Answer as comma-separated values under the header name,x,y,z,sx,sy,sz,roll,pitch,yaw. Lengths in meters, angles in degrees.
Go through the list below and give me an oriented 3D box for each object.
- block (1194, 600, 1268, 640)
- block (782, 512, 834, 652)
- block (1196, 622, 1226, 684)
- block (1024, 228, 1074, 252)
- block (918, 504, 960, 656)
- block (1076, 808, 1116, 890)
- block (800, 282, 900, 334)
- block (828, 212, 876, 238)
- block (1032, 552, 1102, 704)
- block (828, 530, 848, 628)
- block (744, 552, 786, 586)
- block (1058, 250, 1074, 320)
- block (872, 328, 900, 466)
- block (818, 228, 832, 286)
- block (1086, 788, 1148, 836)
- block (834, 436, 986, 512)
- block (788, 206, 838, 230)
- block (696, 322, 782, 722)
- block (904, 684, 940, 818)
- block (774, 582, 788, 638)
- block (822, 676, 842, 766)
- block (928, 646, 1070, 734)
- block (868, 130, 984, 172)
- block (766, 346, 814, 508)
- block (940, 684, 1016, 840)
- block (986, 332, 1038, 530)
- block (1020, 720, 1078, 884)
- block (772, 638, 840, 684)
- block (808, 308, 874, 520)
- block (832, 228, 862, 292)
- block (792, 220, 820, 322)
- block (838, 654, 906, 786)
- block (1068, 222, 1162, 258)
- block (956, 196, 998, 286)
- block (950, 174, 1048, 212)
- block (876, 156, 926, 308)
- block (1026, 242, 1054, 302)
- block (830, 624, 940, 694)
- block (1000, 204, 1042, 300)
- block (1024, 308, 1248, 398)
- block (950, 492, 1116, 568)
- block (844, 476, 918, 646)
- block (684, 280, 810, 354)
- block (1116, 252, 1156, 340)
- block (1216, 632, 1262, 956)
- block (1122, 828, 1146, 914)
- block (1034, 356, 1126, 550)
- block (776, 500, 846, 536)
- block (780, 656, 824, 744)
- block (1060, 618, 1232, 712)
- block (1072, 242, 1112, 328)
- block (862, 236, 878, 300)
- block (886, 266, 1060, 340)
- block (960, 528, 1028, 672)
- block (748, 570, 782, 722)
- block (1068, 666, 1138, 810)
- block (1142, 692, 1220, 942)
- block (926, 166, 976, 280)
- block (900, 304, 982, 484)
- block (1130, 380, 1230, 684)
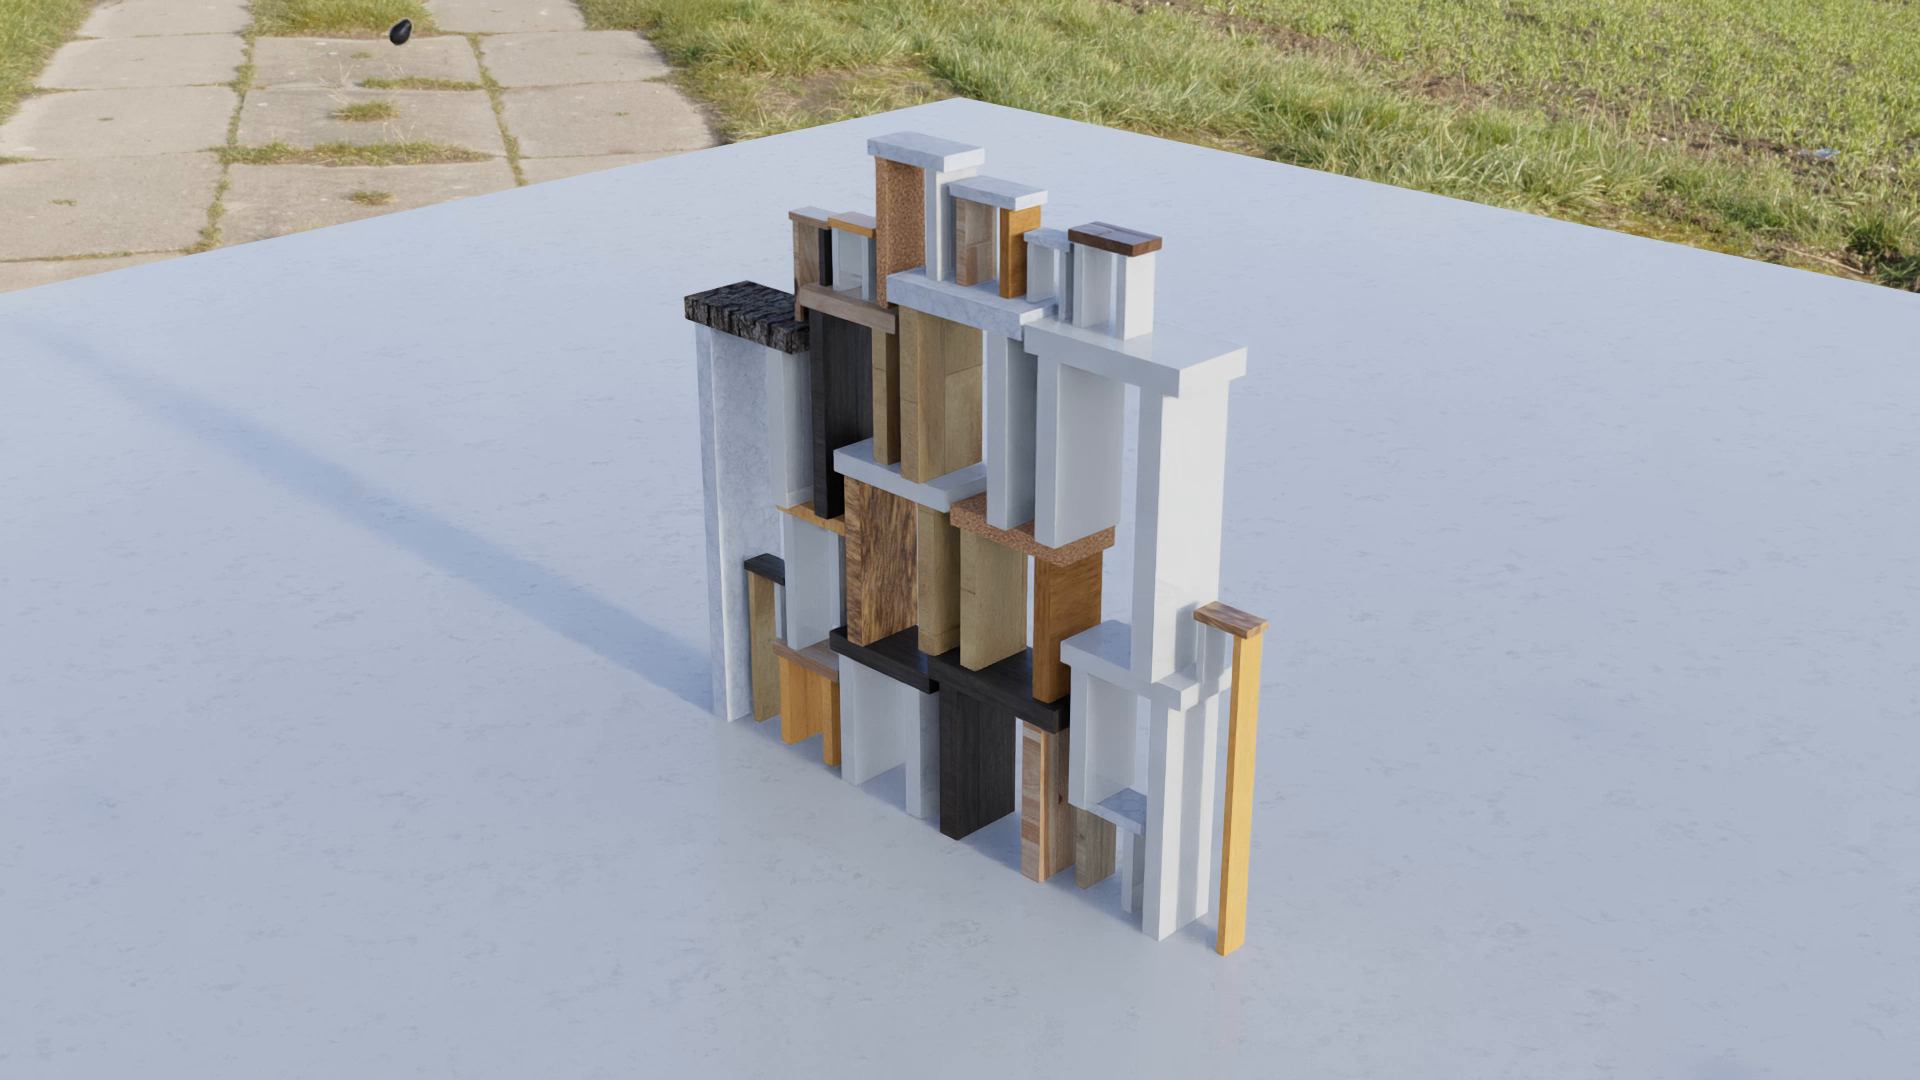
name,x,y,z,sx,sy,sz,roll,pitch,yaw
block,0.465,0.137,3.780,0.117,0.017,0.058,21,31,41
block,-0.317,0.073,4.601,0.029,0.309,0.104,21,31,41
block,0.438,0.188,3.831,0.017,0.117,0.059,21,31,41
block,0.168,-0.523,3.825,0.107,0.015,0.054,21,31,40
block,-0.011,0.056,4.257,0.044,0.309,0.154,21,31,41
block,0.260,0.571,4.191,0.025,0.174,0.087,21,31,41
block,-0.168,-0.455,4.219,0.268,0.038,0.134,21,31,41
block,-0.186,-0.598,4.168,0.124,0.018,0.062,21,31,41
block,0.199,0.147,4.073,0.142,0.284,0.040,-21,31,-41
block,-0.218,0.065,4.491,0.029,0.208,0.104,21,31,41
block,-0.393,0.062,4.673,0.064,0.018,0.128,-21,31,-41
block,0.196,-0.448,3.827,0.054,0.124,0.015,-21,30,-40
block,-0.105,-0.289,4.221,0.038,0.268,0.134,21,31,41
block,-0.246,-0.553,4.255,0.016,0.114,0.057,21,31,41
block,0.301,0.496,4.115,0.174,0.025,0.087,21,31,41
block,-0.084,-0.134,4.255,0.309,0.044,0.154,21,31,41
block,-0.273,-0.623,4.254,0.057,0.016,0.114,-21,31,-41
block,-0.466,-0.046,4.712,0.047,0.904,0.167,21,31,41
block,-0.043,0.403,4.438,0.041,0.291,0.145,21,31,41
block,-0.363,0.141,4.673,0.018,0.128,0.064,21,31,41
block,-0.242,0.366,4.638,0.029,0.202,0.101,21,31,41
block,0.114,0.268,4.214,0.334,0.047,0.167,21,31,41
block,-0.063,-0.707,3.999,0.101,0.029,0.202,-21,31,-40
block,-0.308,-0.246,4.456,0.167,0.335,0.047,-21,31,-41
block,0.036,0.413,4.360,0.047,0.334,0.167,21,31,41
block,0.126,-0.216,3.992,0.170,0.368,0.048,-21,31,-40
block,0.193,0.474,4.215,0.047,0.334,0.167,21,31,41
block,-0.290,0.241,4.637,0.202,0.029,0.101,21,31,41
block,-0.232,-0.263,4.370,0.038,0.433,0.134,21,31,41
block,-0.216,-0.544,4.222,0.018,0.124,0.062,21,31,41
block,-0.300,-0.533,4.322,0.057,0.203,0.016,-21,31,-41
block,-0.180,0.350,4.564,0.041,0.291,0.145,21,31,41
block,0.262,-0.510,3.728,0.074,0.021,0.148,-21,31,-40
block,0.030,-0.545,3.965,0.081,0.162,0.023,-21,31,-40
block,0.068,-0.615,3.894,0.081,0.023,0.162,-21,31,-40
block,-0.110,-0.581,4.104,0.029,0.285,0.101,21,31,41
block,0.142,-0.476,3.873,0.054,0.107,0.015,-21,31,-40
block,-0.112,0.224,4.436,0.291,0.041,0.145,21,31,41
block,0.107,-0.515,3.894,0.081,0.162,0.023,-21,31,-40
block,0.297,-0.326,3.763,0.175,0.050,0.350,-21,31,-40
block,0.133,-0.028,4.072,0.284,0.040,0.142,21,31,41
block,-0.156,0.022,4.401,0.044,0.358,0.154,21,31,41
block,-0.387,-0.453,4.454,0.335,0.047,0.167,21,31,41
block,0.297,-0.418,3.727,0.074,0.148,0.021,-21,31,-41
block,0.493,0.450,3.882,0.017,0.639,0.059,21,31,41
block,0.342,0.603,4.116,0.025,0.174,0.087,21,31,41
block,0.215,-0.176,3.919,0.175,0.350,0.050,-21,31,-40
block,-0.267,-0.063,4.490,0.208,0.029,0.104,21,31,41
block,-0.338,0.329,4.726,0.029,0.203,0.101,21,31,41
block,0.333,0.222,3.952,0.283,0.040,0.142,21,31,41
block,0.229,-0.445,3.790,0.074,0.148,0.021,-21,31,-40
block,-0.157,-0.521,4.168,0.018,0.124,0.062,21,31,41
block,0.045,-0.439,3.985,0.170,0.048,0.340,-21,31,-40
block,0.065,0.095,4.197,0.040,0.284,0.142,21,31,41
block,-0.423,0.224,4.774,0.018,0.359,0.064,21,31,41
block,0.266,0.345,4.077,0.040,0.283,0.142,21,31,41
block,0.400,0.489,3.992,0.040,0.482,0.142,21,31,41
block,-0.016,-0.582,4.001,0.101,0.203,0.029,-21,31,-40
block,-0.034,-0.292,4.134,0.048,0.340,0.170,21,31,41
block,0.379,-0.026,3.802,0.050,0.534,0.175,21,31,41
